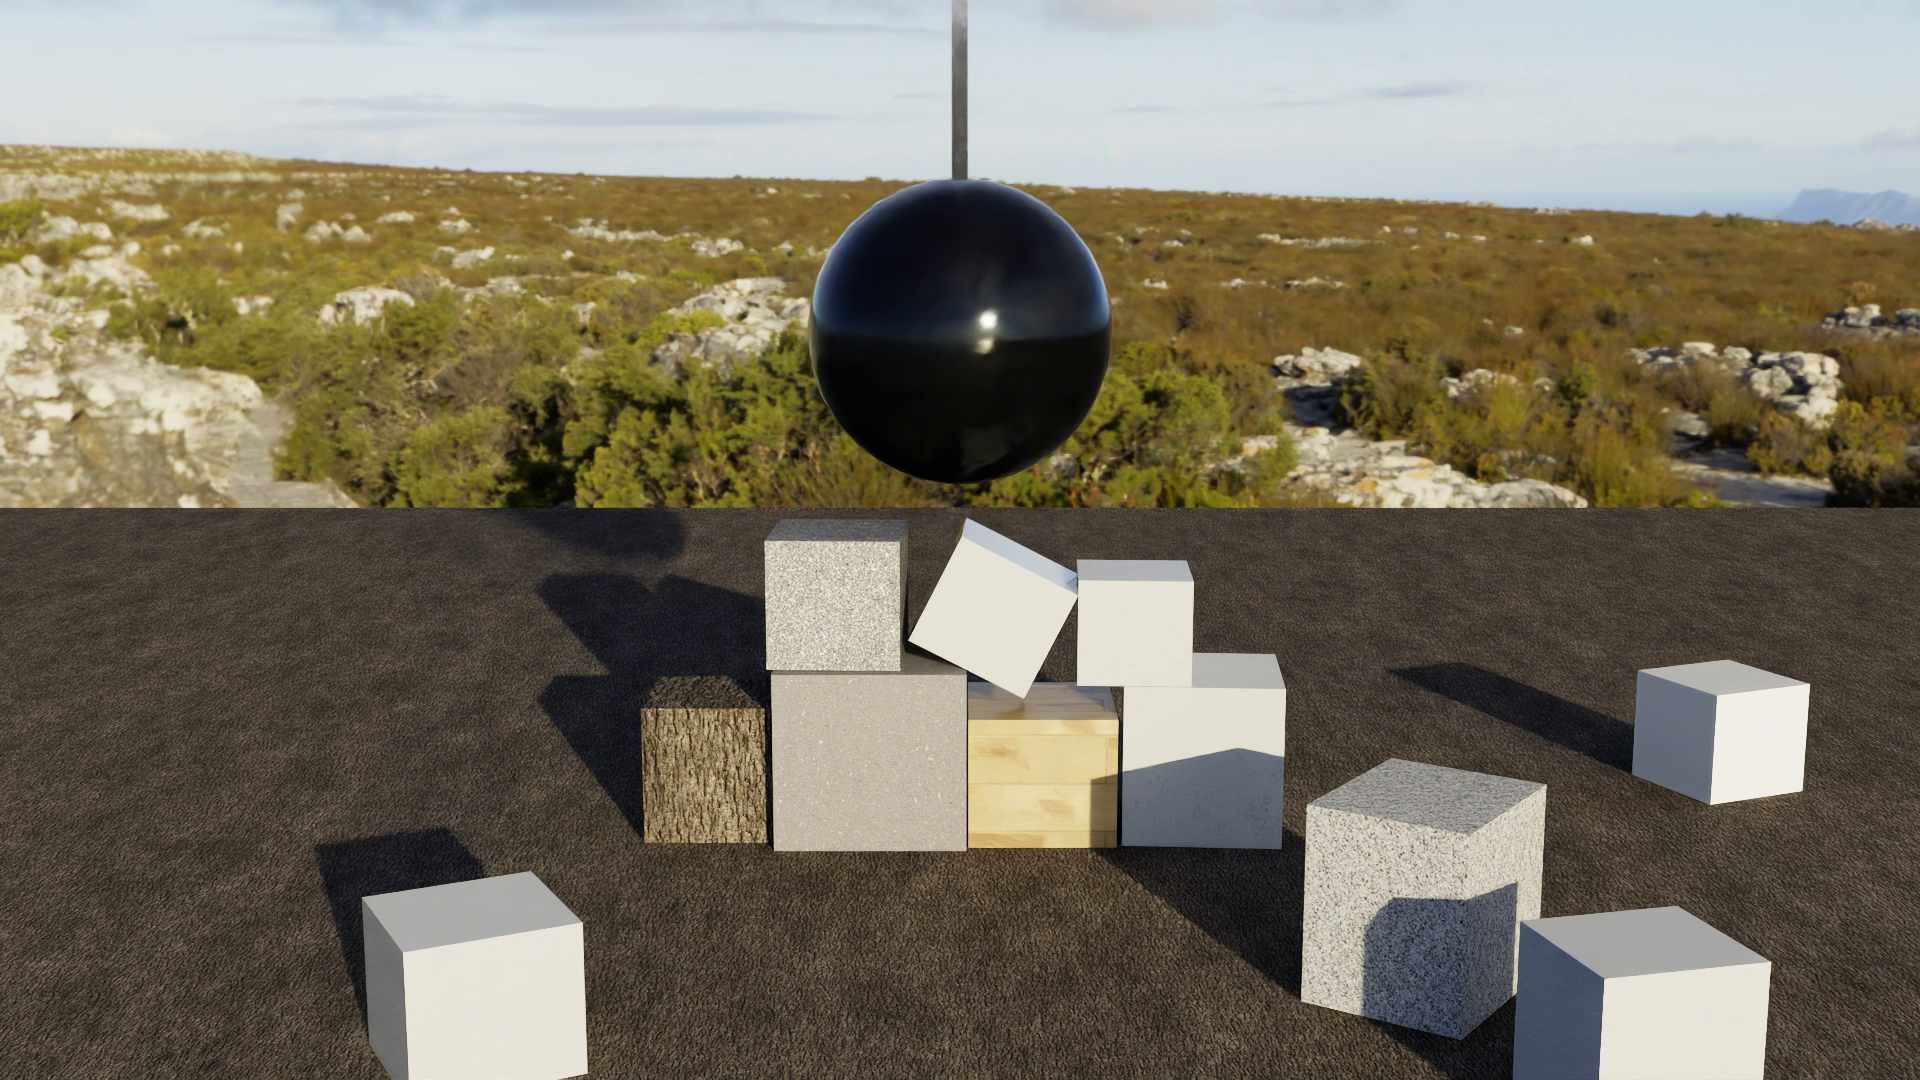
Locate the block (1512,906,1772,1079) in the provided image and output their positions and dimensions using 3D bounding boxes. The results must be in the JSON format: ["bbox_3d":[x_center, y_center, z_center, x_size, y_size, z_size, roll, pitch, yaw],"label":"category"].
[{"bbox_3d":[2.406,1.769,7.818,0.637,0.723,0.581,-3,11,-14],"label":"block"}]

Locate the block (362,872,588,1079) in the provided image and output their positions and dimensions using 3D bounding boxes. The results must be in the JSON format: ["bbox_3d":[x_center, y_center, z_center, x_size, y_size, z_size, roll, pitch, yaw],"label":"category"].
[{"bbox_3d":[-1.873,1.711,8.466,0.674,0.603,0.667,-5,12,-27],"label":"block"}]

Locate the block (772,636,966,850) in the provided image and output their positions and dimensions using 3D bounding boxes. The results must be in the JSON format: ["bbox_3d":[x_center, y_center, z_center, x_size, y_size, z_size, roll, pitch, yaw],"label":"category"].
[{"bbox_3d":[-0.450,1.032,11.357,0.963,0.905,0.879,0,10,0],"label":"block"}]

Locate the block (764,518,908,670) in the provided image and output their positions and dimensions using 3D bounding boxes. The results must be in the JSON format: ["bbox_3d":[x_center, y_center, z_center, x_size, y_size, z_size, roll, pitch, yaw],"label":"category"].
[{"bbox_3d":[-0.617,0.270,11.197,0.666,0.652,0.641,0,10,2],"label":"block"}]

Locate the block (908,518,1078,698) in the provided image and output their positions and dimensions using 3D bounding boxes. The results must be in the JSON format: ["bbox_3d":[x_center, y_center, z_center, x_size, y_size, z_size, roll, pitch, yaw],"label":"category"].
[{"bbox_3d":[0.176,0.337,11.219,0.646,0.588,0.634,27,9,-2],"label":"block"}]

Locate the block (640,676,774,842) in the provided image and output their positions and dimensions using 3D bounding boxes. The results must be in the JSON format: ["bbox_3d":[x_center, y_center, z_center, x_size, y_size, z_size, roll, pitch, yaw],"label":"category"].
[{"bbox_3d":[-1.269,1.128,11.403,0.656,0.700,0.675,0,10,0],"label":"block"}]

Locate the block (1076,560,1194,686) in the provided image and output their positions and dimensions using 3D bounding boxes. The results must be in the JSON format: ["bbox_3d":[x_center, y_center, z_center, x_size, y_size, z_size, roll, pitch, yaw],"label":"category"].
[{"bbox_3d":[0.878,0.416,11.164,0.567,0.532,0.562,1,10,2],"label":"block"}]

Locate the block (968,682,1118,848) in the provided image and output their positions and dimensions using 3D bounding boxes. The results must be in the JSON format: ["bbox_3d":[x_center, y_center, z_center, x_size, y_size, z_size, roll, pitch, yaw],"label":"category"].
[{"bbox_3d":[0.415,1.152,11.381,0.746,0.662,0.777,0,10,0],"label":"block"}]

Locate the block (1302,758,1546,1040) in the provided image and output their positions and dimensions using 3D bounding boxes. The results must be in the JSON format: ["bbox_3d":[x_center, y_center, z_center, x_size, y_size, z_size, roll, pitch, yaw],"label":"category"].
[{"bbox_3d":[1.934,1.465,9.150,0.697,0.844,0.834,7,12,34],"label":"block"}]

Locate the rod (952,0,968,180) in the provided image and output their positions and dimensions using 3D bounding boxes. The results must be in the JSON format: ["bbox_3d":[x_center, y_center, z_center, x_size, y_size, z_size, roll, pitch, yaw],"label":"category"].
[{"bbox_3d":[0.000,-4.367,10.625,0.080,5.200,0.080,0,15,0],"label":"rod"}]

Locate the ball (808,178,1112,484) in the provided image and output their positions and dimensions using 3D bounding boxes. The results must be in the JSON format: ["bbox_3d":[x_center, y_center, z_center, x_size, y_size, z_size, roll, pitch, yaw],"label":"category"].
[{"bbox_3d":[0.000,-1.091,11.532,1.600,1.600,1.600,0,10,0],"label":"ball"}]

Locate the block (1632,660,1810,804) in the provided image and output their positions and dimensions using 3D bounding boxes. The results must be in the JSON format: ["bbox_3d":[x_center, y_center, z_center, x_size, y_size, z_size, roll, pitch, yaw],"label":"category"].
[{"bbox_3d":[4.186,1.048,12.122,0.641,0.601,0.623,-4,11,-23],"label":"block"}]

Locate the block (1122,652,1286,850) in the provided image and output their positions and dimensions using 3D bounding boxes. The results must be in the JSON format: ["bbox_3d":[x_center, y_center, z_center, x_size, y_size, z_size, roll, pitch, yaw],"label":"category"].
[{"bbox_3d":[1.241,1.073,11.357,0.799,0.826,0.756,1,10,4],"label":"block"}]
